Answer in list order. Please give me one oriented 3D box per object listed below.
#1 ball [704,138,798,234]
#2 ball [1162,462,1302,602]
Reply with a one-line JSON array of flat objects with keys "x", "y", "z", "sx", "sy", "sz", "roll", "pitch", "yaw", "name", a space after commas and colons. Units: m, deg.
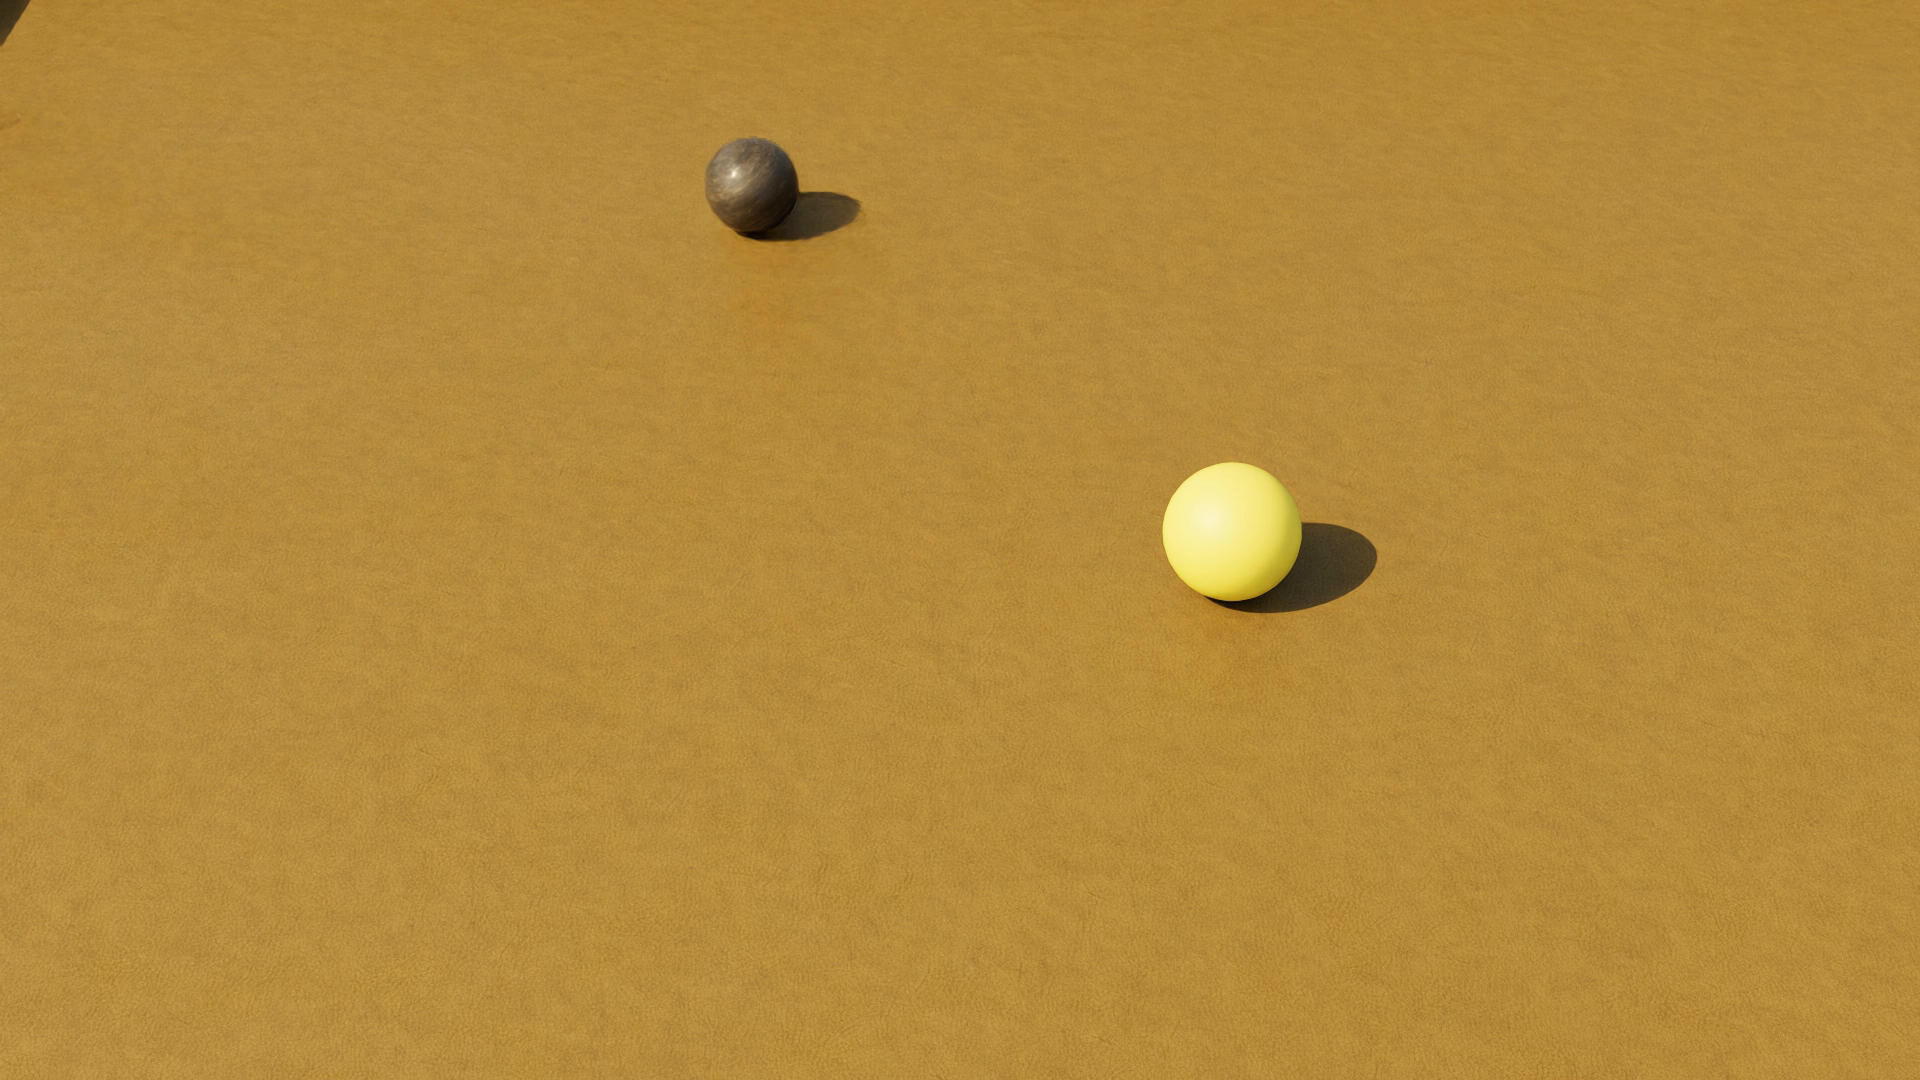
[{"x": -0.160, "y": -0.272, "z": 1.974, "sx": 0.072, "sy": 0.072, "sz": 0.072, "roll": 0, "pitch": 36, "yaw": 0, "name": "ball"}, {"x": 0.169, "y": -0.005, "z": 1.597, "sx": 0.087, "sy": 0.087, "sz": 0.087, "roll": 0, "pitch": 36, "yaw": 0, "name": "ball"}]
